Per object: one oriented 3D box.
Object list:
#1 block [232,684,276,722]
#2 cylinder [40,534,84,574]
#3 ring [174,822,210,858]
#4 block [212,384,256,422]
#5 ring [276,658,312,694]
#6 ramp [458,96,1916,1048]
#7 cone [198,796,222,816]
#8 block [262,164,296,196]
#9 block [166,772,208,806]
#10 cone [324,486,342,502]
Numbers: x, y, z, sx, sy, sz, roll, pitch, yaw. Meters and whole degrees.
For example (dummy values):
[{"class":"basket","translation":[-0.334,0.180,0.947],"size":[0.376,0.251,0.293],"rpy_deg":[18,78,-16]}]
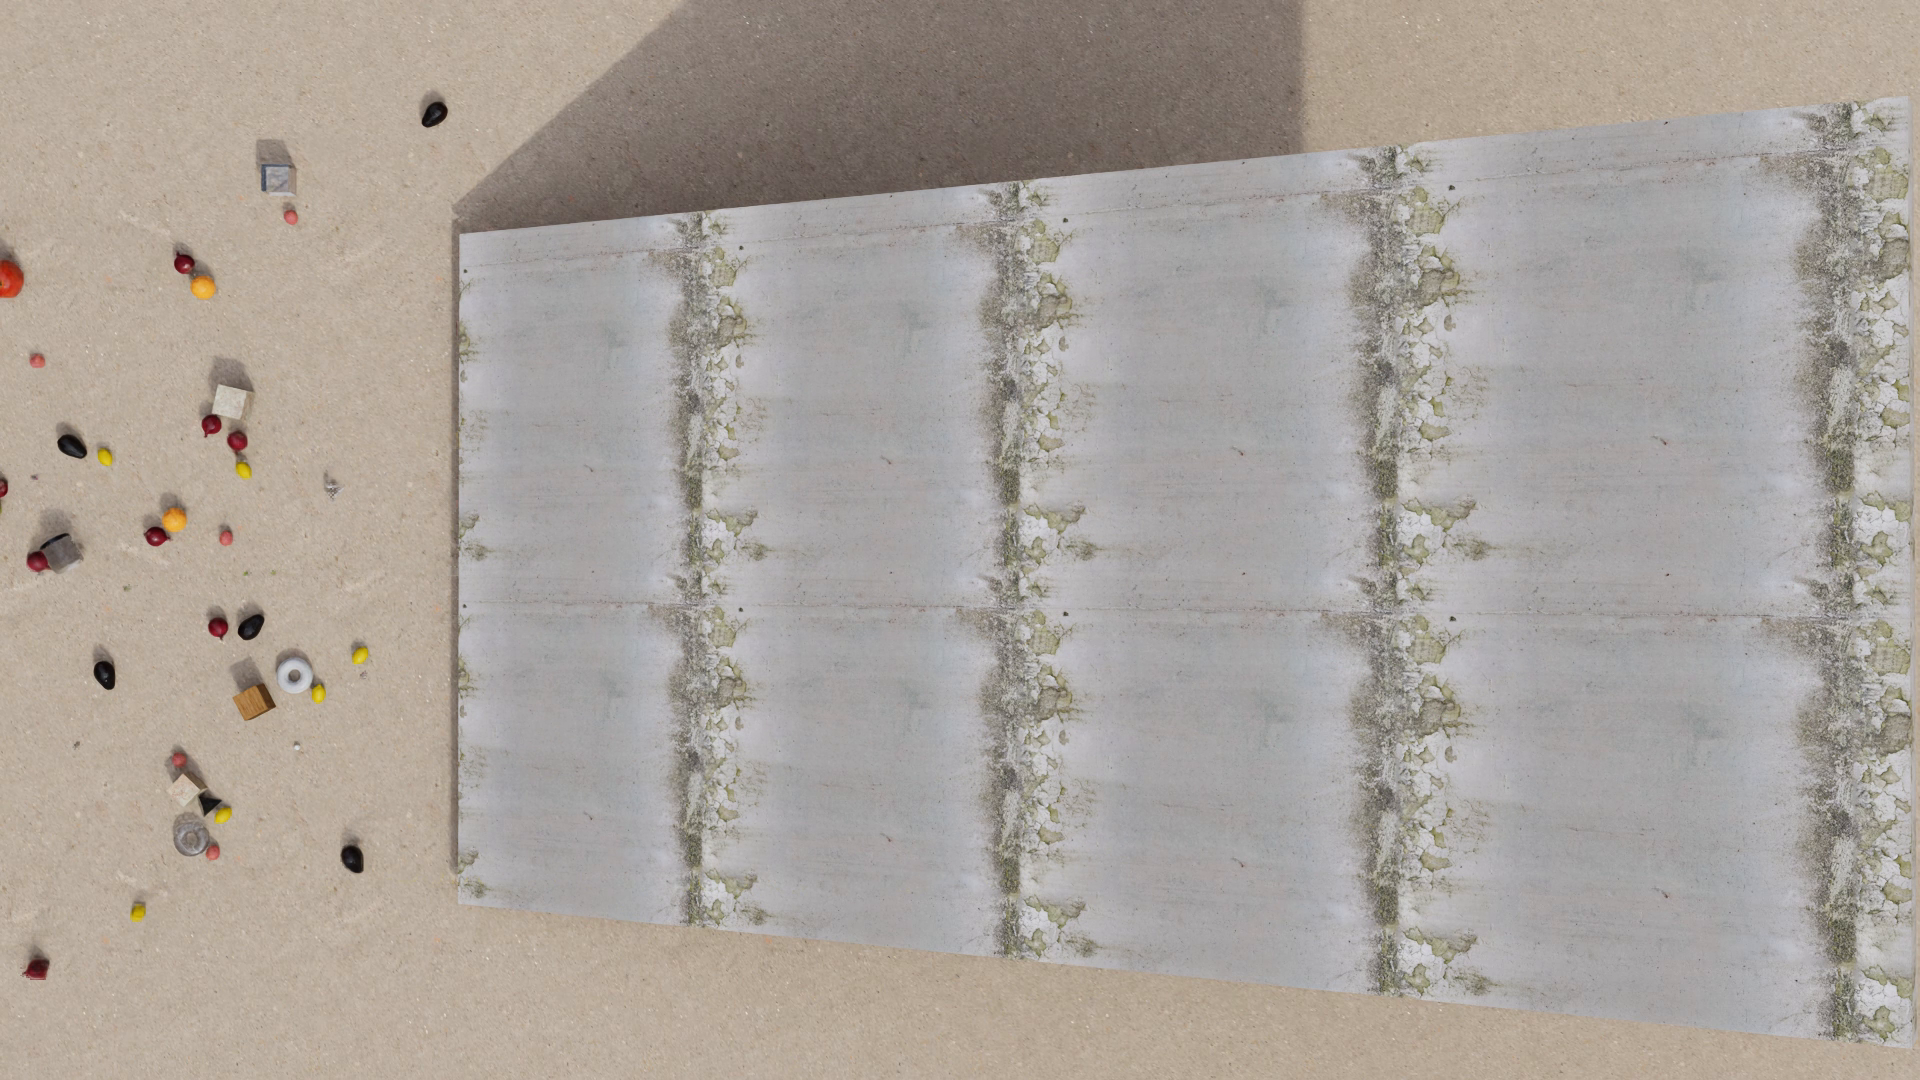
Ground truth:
[{"class":"block","translation":[-2.122,0.488,6.612],"size":[0.080,0.080,0.080],"rpy_deg":[-28,89,0]},{"class":"cylinder","translation":[-2.699,0.042,6.611],"size":[0.091,0.091,0.091],"rpy_deg":[-31,90,0]},{"class":"ring","translation":[-2.317,0.902,6.630],"size":[0.109,0.036,0.109],"rpy_deg":[0,89,1]},{"class":"block","translation":[-2.184,-0.412,6.617],"size":[0.088,0.088,0.088],"rpy_deg":[13,89,0]},{"class":"ring","translation":[-2.007,0.408,6.635],"size":[0.110,0.037,0.110],"rpy_deg":[0,88,0]},{"class":"ramp","translation":[0.272,0.076,5.636],"size":[4.000,0.100,2.000],"rpy_deg":[0,89,29]},{"class":"cone","translation":[-2.257,0.795,6.634],"size":[0.065,0.065,0.065],"rpy_deg":[-17,89,-27]},{"class":"block","translation":[-2.052,-1.085,6.627],"size":[0.082,0.082,0.082],"rpy_deg":[0,89,0]},{"class":"block","translation":[-2.323,0.749,6.614],"size":[0.071,0.071,0.071],"rpy_deg":[44,90,0]},{"class":"cone","translation":[-1.886,-0.149,6.647],"size":[0.052,0.052,0.052],"rpy_deg":[-28,89,-27]}]
